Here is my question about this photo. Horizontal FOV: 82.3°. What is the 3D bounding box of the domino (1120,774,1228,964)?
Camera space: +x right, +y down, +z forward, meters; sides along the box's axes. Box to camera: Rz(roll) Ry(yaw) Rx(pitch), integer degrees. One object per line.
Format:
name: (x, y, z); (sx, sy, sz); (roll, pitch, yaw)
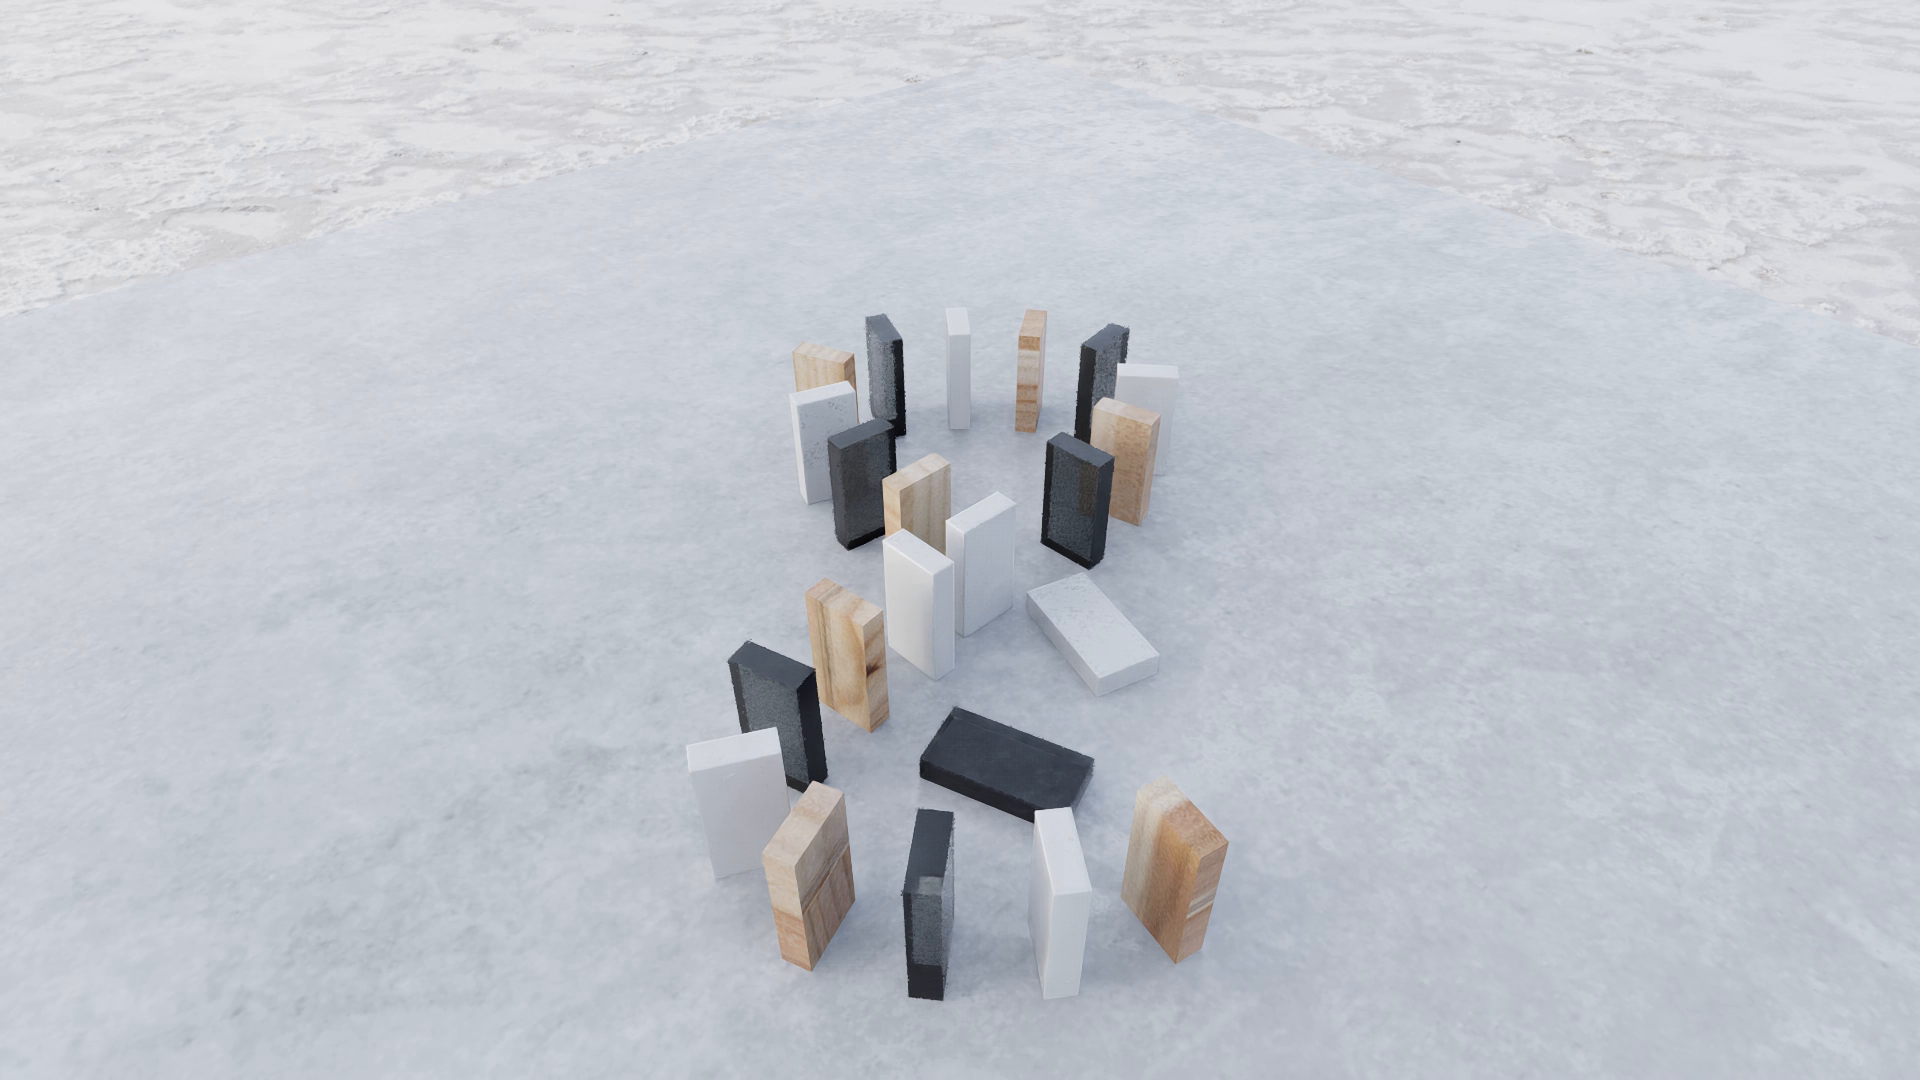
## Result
domino: (0.058, 0.091, 0.301); (0.010, 0.050, 0.025); (-21, 44, -24)

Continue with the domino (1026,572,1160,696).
domino: (0.048, 0.033, 0.403); (0.025, 0.009, 0.050); (-18, 43, -21)

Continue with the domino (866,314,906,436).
domino: (-0.034, -0.075, 0.502); (0.009, 0.050, 0.025); (-14, 41, -16)

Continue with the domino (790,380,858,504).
domino: (-0.056, -0.040, 0.461); (0.025, 0.050, 0.010); (-16, 42, -19)

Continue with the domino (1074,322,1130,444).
domino: (0.064, -0.070, 0.496); (0.009, 0.050, 0.025); (26, 46, 28)

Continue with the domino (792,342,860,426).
domino: (-0.058, -0.061, 0.486); (0.025, 0.050, 0.009); (16, 42, 18)

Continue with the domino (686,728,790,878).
domino: (-0.062, 0.077, 0.318); (0.025, 0.050, 0.009); (-10, 40, -12)

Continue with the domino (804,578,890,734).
domino: (-0.037, 0.039, 0.364); (0.025, 0.050, 0.009); (27, 46, 29)

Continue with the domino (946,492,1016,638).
domino: (0.007, 0.010, 0.400); (0.025, 0.050, 0.009); (-30, 48, -31)

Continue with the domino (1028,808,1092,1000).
domino: (0.026, 0.097, 0.293); (0.009, 0.050, 0.025); (-5, 40, -6)

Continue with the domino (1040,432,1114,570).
domino: (0.045, -0.015, 0.430); (0.025, 0.050, 0.009); (31, 48, 32)

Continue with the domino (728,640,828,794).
domino: (-0.056, 0.056, 0.343); (0.025, 0.050, 0.009); (19, 43, 22)

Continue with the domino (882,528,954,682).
domino: (-0.014, 0.023, 0.383); (0.009, 0.050, 0.025); (-32, 49, -33)

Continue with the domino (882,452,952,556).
domino: (-0.016, -0.006, 0.419); (0.025, 0.050, 0.009); (-31, 48, -32)

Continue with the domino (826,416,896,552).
domino: (-0.038, -0.022, 0.438); (0.025, 0.050, 0.009); (-26, 46, -28)

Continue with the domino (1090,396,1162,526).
domino: (0.066, -0.032, 0.450); (0.025, 0.050, 0.009); (21, 44, 24)

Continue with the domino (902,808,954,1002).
domino: (-0.008, 0.098, 0.292); (0.010, 0.050, 0.025); (4, 40, 5)

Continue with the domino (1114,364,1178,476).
domino: (0.078, -0.051, 0.474); (0.025, 0.050, 0.009); (3, 39, 4)

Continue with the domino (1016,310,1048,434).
domino: (0.033, -0.077, 0.506); (0.009, 0.050, 0.025); (7, 40, 8)

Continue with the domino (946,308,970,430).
domino: (-0.001, -0.079, 0.508); (0.009, 0.050, 0.025); (-3, 39, -3)

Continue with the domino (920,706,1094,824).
domino: (0.015, 0.073, 0.354); (0.050, 0.010, 0.025); (18, 42, 20)

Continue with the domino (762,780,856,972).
domino: (-0.040, 0.092, 0.299); (0.009, 0.050, 0.025); (16, 42, 19)
